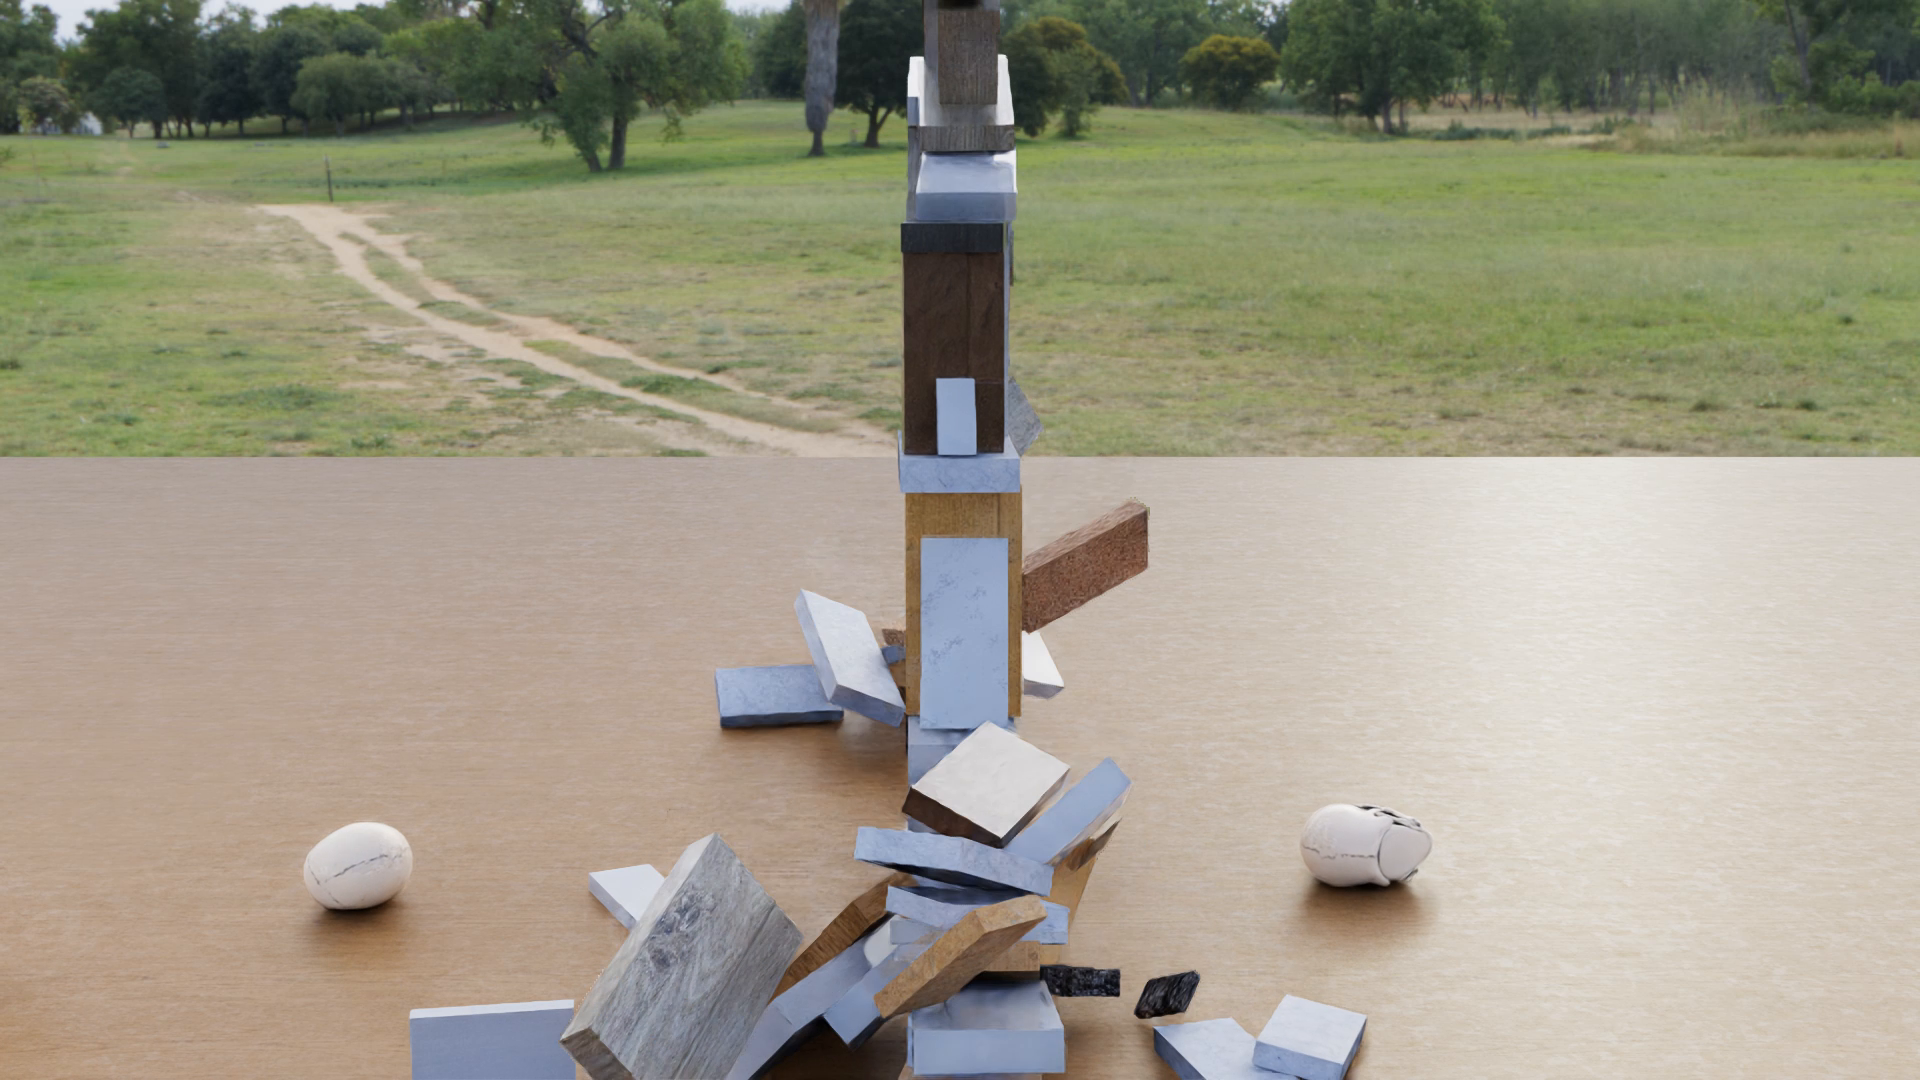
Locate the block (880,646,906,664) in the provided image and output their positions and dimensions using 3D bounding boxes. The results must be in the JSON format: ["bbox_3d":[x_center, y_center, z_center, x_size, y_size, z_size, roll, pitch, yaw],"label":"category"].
[{"bbox_3d":[-0.127,0.246,4.851,0.132,0.037,0.264,-16,-3,-15],"label":"block"}]

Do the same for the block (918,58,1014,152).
[{"bbox_3d":[0.008,-0.728,3.670,0.153,0.043,0.305,-1,32,-1],"label":"block"}]

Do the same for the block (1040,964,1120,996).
[{"bbox_3d":[0.085,0.628,3.160,0.259,0.037,0.130,-3,-11,34],"label":"block"}]

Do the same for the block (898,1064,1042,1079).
[{"bbox_3d":[0.015,0.685,2.745,0.172,0.049,0.345,0,-7,2],"label":"block"}]

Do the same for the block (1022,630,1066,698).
[{"bbox_3d":[0.092,0.167,4.386,0.043,0.307,0.153,-36,-27,23],"label":"block"}]

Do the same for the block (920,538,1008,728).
[{"bbox_3d":[0.007,0.140,3.292,0.130,0.283,0.037,0,-6,0],"label":"block"}]

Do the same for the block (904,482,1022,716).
[{"bbox_3d":[0.005,0.090,3.359,0.176,0.353,0.050,0,5,0],"label":"block"}]

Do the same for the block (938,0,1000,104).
[{"bbox_3d":[0.014,-0.778,3.512,0.095,0.191,0.027,0,52,0],"label":"block"}]

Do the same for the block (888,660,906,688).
[{"bbox_3d":[-0.055,0.267,4.664,0.158,0.045,0.316,-17,1,-12],"label":"block"}]

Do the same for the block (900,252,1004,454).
[{"bbox_3d":[-0.011,-0.280,3.281,0.149,0.299,0.042,-1,9,-7],"label":"block"}]

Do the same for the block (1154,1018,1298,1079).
[{"bbox_3d":[0.367,0.712,2.924,0.116,0.033,0.288,-3,11,-17],"label":"block"}]

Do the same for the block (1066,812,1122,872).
[{"bbox_3d":[0.203,0.452,3.303,0.016,0.057,0.197,33,11,12],"label":"block"}]

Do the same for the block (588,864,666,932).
[{"bbox_3d":[-0.456,0.611,3.471,0.106,0.030,0.533,-5,12,-26],"label":"block"}]

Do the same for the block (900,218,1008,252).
[{"bbox_3d":[-0.006,-0.466,3.354,0.149,0.042,0.299,0,10,2],"label":"block"}]

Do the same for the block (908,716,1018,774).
[{"bbox_3d":[0.001,0.291,3.374,0.162,0.046,0.324,0,10,-1],"label":"block"}]

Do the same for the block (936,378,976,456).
[{"bbox_3d":[-0.006,-0.182,3.257,0.057,0.113,0.016,-1,-2,-7],"label":"block"}]

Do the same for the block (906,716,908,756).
[{"bbox_3d":[0.001,0.115,3.577,0.176,0.480,0.050,0,12,1],"label":"block"}]

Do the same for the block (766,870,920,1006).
[{"bbox_3d":[-0.181,0.577,3.082,0.040,0.281,0.140,48,30,10],"label":"block"}]

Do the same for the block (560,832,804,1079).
[{"bbox_3d":[-0.315,0.519,2.561,0.050,0.177,0.354,-29,17,31],"label":"block"}]

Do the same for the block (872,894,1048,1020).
[{"bbox_3d":[-0.001,0.485,2.557,0.105,0.030,0.211,-5,-33,-46],"label":"block"}]

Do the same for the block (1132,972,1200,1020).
[{"bbox_3d":[0.292,0.644,3.107,0.113,0.016,0.057,-30,25,57],"label":"block"}]

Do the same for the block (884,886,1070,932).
[{"bbox_3d":[0.023,0.457,2.725,0.211,0.030,0.105,10,-2,-41],"label":"block"}]

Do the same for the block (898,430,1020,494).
[{"bbox_3d":[-0.007,-0.124,3.406,0.176,0.050,0.353,0,10,-2],"label":"block"}]

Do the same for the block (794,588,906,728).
[{"bbox_3d":[-0.239,0.243,4.663,0.153,0.043,0.590,22,12,-17],"label":"block"}]

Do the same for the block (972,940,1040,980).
[{"bbox_3d":[0.041,0.569,2.893,0.130,0.037,0.259,-1,-20,2],"label":"block"}]

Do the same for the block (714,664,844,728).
[{"bbox_3d":[-0.391,0.334,4.751,0.264,0.037,0.132,-2,47,-12],"label":"block"}]

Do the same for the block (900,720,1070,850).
[{"bbox_3d":[0.040,0.345,3.063,0.140,0.040,0.281,28,23,13],"label":"block"}]

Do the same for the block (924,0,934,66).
[{"bbox_3d":[0.002,-0.895,3.664,0.122,0.245,0.035,-1,53,0],"label":"block"}]

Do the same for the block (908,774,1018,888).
[{"bbox_3d":[0.004,0.493,3.300,0.162,0.324,0.046,0,12,-1],"label":"block"}]

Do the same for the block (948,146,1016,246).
[{"bbox_3d":[0.011,-0.567,3.649,0.153,0.043,0.305,2,38,2],"label":"block"}]

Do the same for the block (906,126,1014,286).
[{"bbox_3d":[-0.001,-0.574,3.757,0.178,0.050,0.356,0,49,0],"label":"block"}]

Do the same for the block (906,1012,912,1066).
[{"bbox_3d":[0.019,0.654,2.955,0.172,0.049,0.345,0,-4,0],"label":"block"}]

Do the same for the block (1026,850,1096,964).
[{"bbox_3d":[0.135,0.533,3.300,0.033,0.116,0.232,-2,45,31],"label":"block"}]

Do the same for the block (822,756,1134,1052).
[{"bbox_3d":[0.026,0.499,3.002,0.513,0.050,0.177,-41,-12,-11],"label":"block"}]

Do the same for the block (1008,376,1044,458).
[{"bbox_3d":[0.061,-0.190,4.143,0.035,0.124,0.248,-14,27,41],"label":"block"}]

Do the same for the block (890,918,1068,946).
[{"bbox_3d":[0.026,0.504,2.828,0.211,0.030,0.105,10,-17,-39],"label":"block"}]

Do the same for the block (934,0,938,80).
[{"bbox_3d":[0.006,-0.831,3.617,0.095,0.027,0.191,0,-31,-1],"label":"block"}]

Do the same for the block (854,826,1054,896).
[{"bbox_3d":[-0.003,0.404,2.757,0.140,0.040,0.281,3,-13,27],"label":"block"}]

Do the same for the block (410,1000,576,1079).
[{"bbox_3d":[-0.620,0.674,2.926,0.212,0.106,0.030,-2,11,-9],"label":"block"}]

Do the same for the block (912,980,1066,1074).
[{"bbox_3d":[0.028,0.587,2.666,0.172,0.049,0.345,0,-2,-2],"label":"block"}]

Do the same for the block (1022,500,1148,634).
[{"bbox_3d":[0.240,0.052,4.356,0.307,0.153,0.043,-27,44,-26],"label":"block"}]

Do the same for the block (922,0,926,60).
[{"bbox_3d":[-0.003,-0.920,3.786,0.122,0.304,0.035,-1,52,0],"label":"block"}]

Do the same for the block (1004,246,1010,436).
[{"bbox_3d":[0.002,-0.315,3.481,0.149,0.299,0.042,0,10,-1],"label":"block"}]

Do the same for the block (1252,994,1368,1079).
[{"bbox_3d":[0.477,0.679,2.989,0.116,0.033,0.232,12,8,17],"label":"block"}]

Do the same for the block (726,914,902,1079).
[{"bbox_3d":[-0.201,0.634,2.984,0.050,0.177,0.354,48,25,11],"label":"block"}]

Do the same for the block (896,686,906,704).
[{"bbox_3d":[-0.033,0.315,4.587,0.158,0.045,0.316,-17,3,-8],"label":"block"}]

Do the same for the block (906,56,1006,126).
[{"bbox_3d":[-0.003,-0.813,3.961,0.178,0.050,0.356,-1,23,0],"label":"block"}]

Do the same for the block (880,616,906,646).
[{"bbox_3d":[-0.038,0.184,4.649,0.132,0.037,0.264,-25,14,-33],"label":"block"}]

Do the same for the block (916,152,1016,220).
[{"bbox_3d":[0.013,-0.561,3.471,0.153,0.043,0.305,0,22,1],"label":"block"}]
